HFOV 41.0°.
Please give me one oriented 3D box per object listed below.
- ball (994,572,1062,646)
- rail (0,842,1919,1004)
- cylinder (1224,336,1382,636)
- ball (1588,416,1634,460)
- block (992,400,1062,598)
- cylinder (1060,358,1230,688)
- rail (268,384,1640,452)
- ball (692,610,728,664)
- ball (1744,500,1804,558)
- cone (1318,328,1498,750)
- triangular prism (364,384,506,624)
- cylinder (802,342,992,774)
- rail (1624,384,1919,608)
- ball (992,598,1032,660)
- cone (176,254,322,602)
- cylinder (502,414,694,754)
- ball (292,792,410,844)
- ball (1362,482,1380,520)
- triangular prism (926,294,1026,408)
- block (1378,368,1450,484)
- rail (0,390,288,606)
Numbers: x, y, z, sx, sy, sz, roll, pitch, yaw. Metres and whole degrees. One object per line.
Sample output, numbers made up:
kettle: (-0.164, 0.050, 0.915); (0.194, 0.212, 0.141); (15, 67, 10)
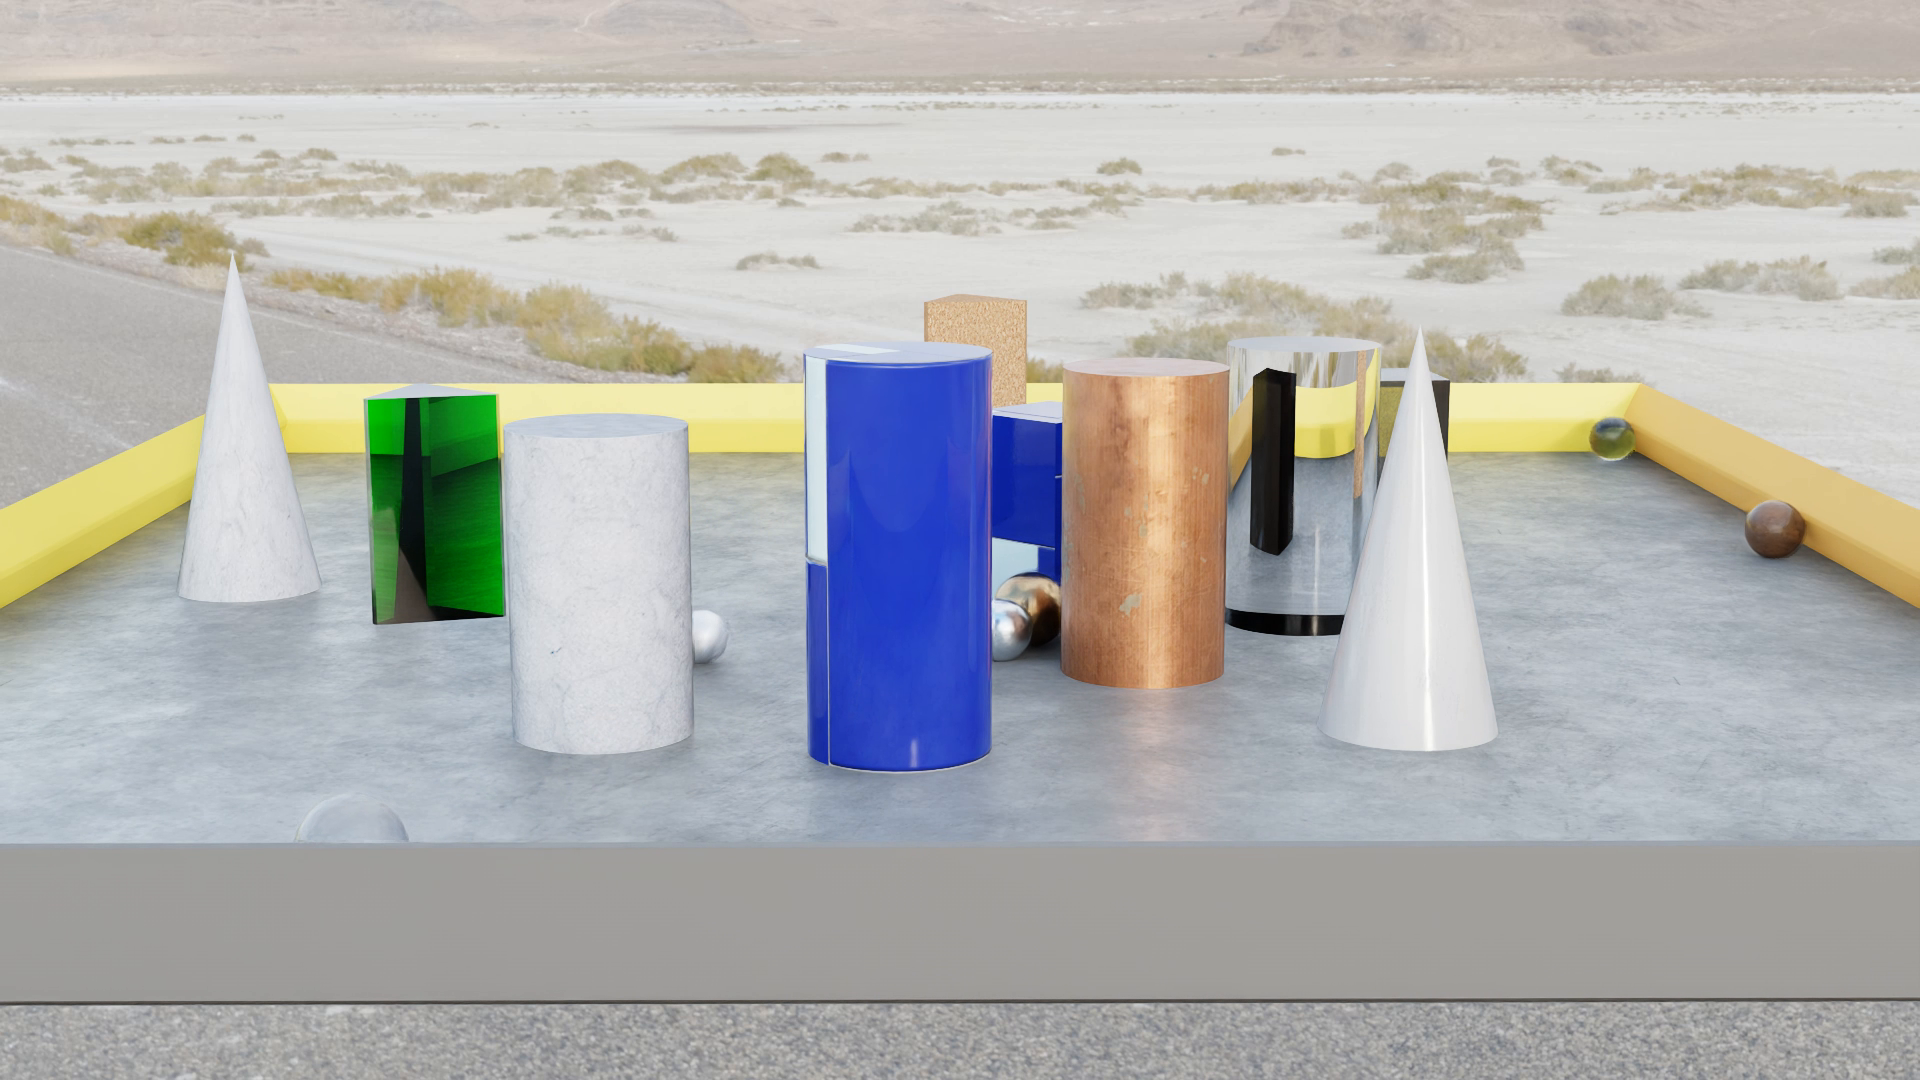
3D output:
ball: (0.090, 0.088, 3.254); (0.096, 0.096, 0.096); (0, 10, 0)
rail: (0.008, 0.296, 2.029); (2.613, 0.130, 0.045); (0, 10, 0)
cylinder: (0.449, -0.075, 3.383); (0.200, 0.368, 0.200); (0, 10, 0)
ball: (1.216, -0.189, 4.787); (0.083, 0.083, 0.083); (0, 10, 0)
block: (0.123, -0.036, 3.433); (0.160, 0.274, 0.160); (10, 15, 44)
cylinder: (0.223, -0.025, 3.102); (0.200, 0.372, 0.200); (0, 10, 0)
rail: (-0.008, -0.229, 4.868); (2.613, 0.130, 0.045); (0, 10, 0)
ball: (-0.319, 0.119, 3.165); (0.066, 0.066, 0.066); (0, 10, 0)
ball: (1.219, -0.017, 3.841); (0.087, 0.087, 0.087); (0, 10, 0)
cone: (0.498, -0.013, 2.819); (0.200, 0.451, 0.200); (0, 10, 0)
triangular prism: (-0.714, -0.053, 3.456); (0.173, 0.300, 0.150); (-3, 11, -18)
cylinder: (-0.065, 0.013, 2.734); (0.200, 0.431, 0.200); (0, 10, 0)
rail: (1.283, 0.032, 3.456); (0.045, 0.130, 2.935); (0, 10, 0)
ball: (0.050, 0.111, 3.179); (0.078, 0.078, 0.078); (0, 10, 0)
cone: (-1.004, -0.166, 3.584); (0.200, 0.474, 0.200); (0, 10, 0)
cylinder: (-0.395, 0.043, 2.816); (0.200, 0.342, 0.200); (0, 10, 0)
ball: (-0.533, 0.272, 2.247); (0.100, 0.100, 0.100); (0, 10, 0)
ball: (0.682, -0.058, 4.102); (0.074, 0.074, 0.074); (0, 10, 0)
triangular prism: (0.013, -0.246, 4.392); (0.173, 0.338, 0.150); (-2, 11, -10)
block: (0.653, -0.127, 3.967); (0.160, 0.259, 0.160); (-1, 11, -6)
rail: (-1.283, 0.035, 3.441); (0.045, 0.130, 2.935); (0, 10, 0)
